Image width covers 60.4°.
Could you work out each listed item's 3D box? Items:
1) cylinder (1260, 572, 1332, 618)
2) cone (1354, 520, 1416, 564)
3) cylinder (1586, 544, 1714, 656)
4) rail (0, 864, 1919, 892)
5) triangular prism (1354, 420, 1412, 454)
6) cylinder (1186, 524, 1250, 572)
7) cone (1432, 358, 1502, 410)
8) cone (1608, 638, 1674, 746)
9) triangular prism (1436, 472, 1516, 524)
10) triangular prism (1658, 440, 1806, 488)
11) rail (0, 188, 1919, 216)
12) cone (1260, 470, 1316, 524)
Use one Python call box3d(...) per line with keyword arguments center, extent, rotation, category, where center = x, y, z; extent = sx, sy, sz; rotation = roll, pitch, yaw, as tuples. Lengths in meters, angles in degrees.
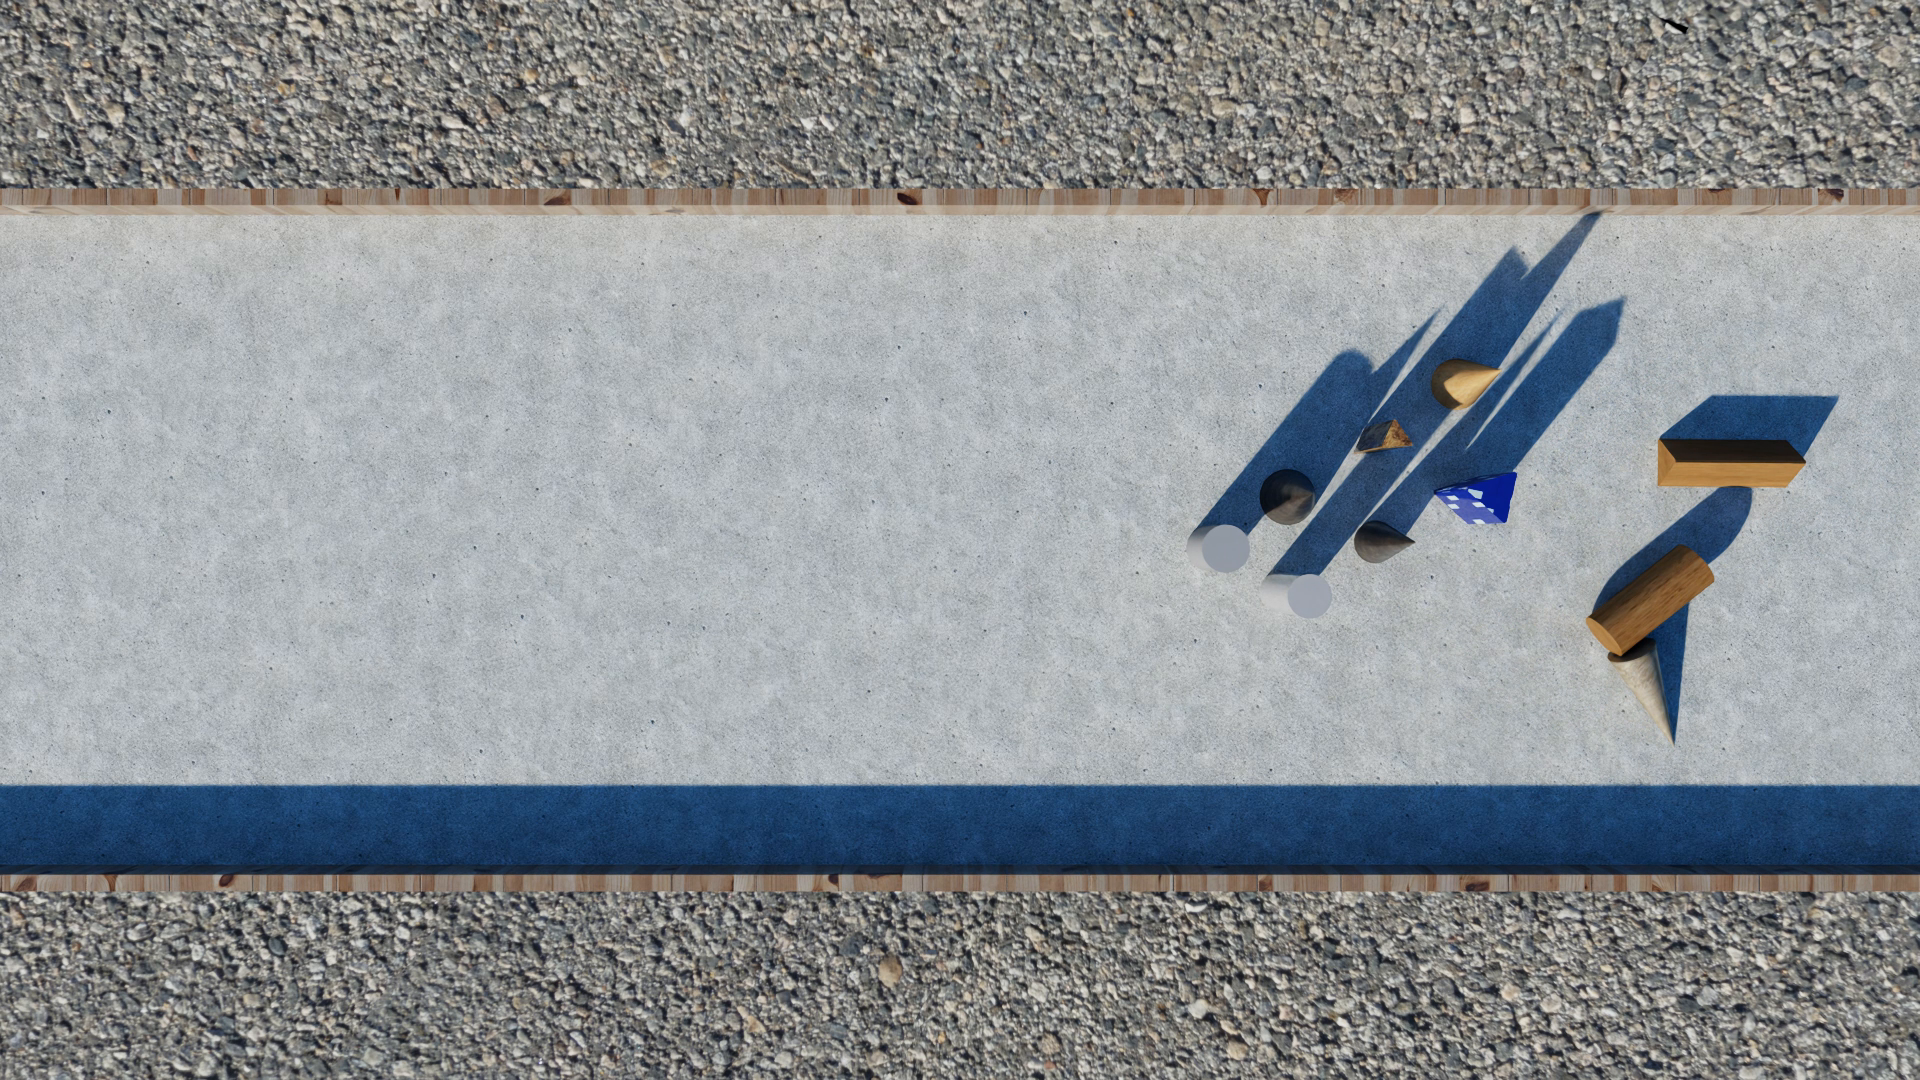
box3d(center=(0.985, 0.159, 4.861), extent=(0.126, 0.430, 0.126), rotation=(0, 90, 0), category="cylinder")
box3d(center=(1.278, 0.006, 4.848), extent=(0.132, 0.457, 0.132), rotation=(0, 90, 0), category="cone")
box3d(center=(2.091, 0.183, 5.001), extent=(0.357, 0.150, 0.150), rotation=(-39, 90, 0), category="cylinder")
box3d(center=(-2.247, 1.025, 5.001), extent=(12.000, 0.150, 0.050), rotation=(0, 90, 0), category="rail")
box3d(center=(1.252, -0.308, 4.906), extent=(0.089, 0.340, 0.077), rotation=(-5, 90, 0), category="triangular prism")
box3d(center=(0.766, 0.025, 4.912), extent=(0.139, 0.329, 0.139), rotation=(0, 90, 0), category="cylinder")
box3d(center=(1.529, -0.480, 4.862), extent=(0.158, 0.430, 0.158), rotation=(0, 90, 0), category="cone")
box3d(center=(2.119, 0.488, 5.041), extent=(0.146, 0.146, 0.357), rotation=(-28, 102, 0), category="cone")
box3d(center=(1.556, -0.146, 4.909), extent=(0.149, 0.335, 0.129), rotation=(42, 90, 0), category="triangular prism")
box3d(center=(2.343, -0.235, 5.011), extent=(0.392, 0.124, 0.143), rotation=(0, 90, 0), category="triangular prism")
box3d(center=(-2.247, -1.025, 5.002), extent=(12.000, 0.150, 0.050), rotation=(0, 90, 0), category="rail")
box3d(center=(1.009, -0.132, 4.894), extent=(0.172, 0.365, 0.172), rotation=(0, 90, 0), category="cone")
